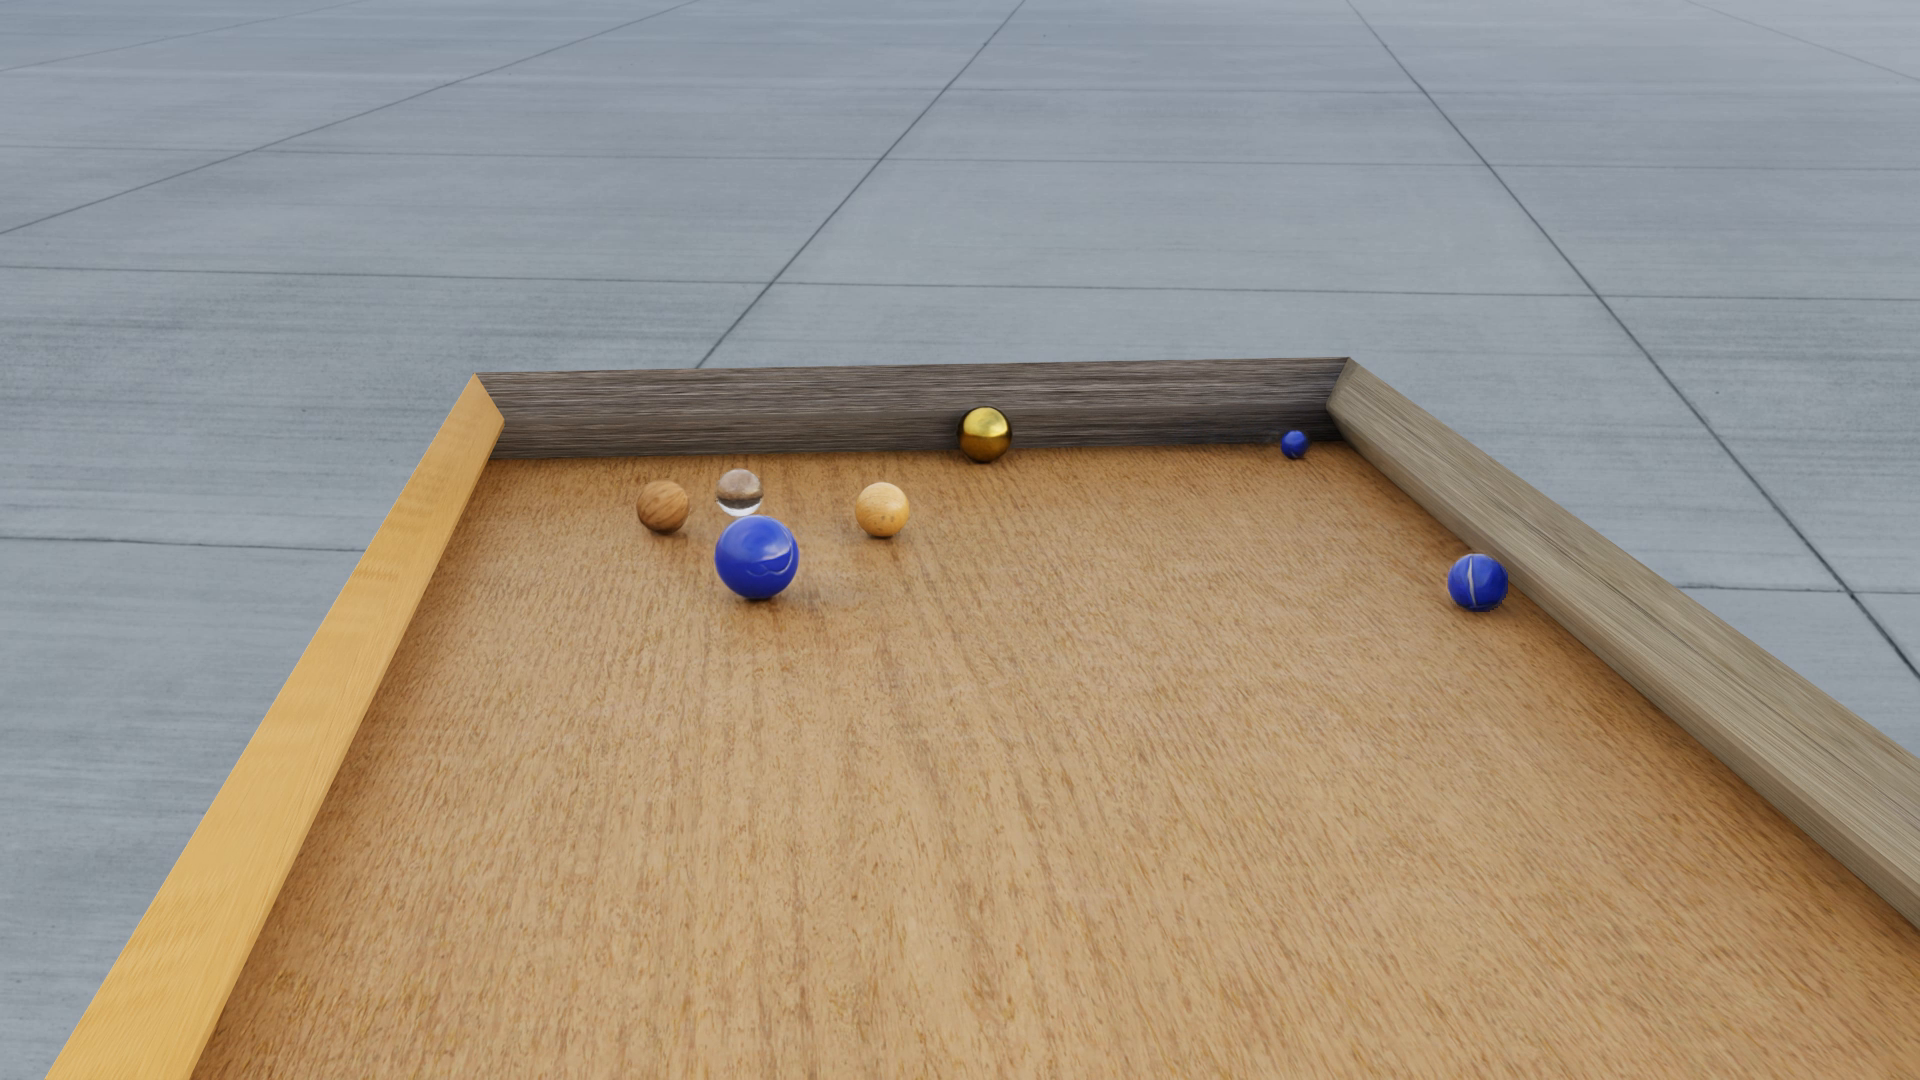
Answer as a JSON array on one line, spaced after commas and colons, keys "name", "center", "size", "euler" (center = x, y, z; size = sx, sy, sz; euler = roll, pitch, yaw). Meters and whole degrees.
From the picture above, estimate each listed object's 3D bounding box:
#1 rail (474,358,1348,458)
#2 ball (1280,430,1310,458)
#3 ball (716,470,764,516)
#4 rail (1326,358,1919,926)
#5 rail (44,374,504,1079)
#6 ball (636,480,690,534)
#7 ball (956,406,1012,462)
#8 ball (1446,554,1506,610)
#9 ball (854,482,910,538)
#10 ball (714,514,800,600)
[{"name": "rail", "center": [-0.057, -0.188, 3.203], "size": [1.283, 0.126, 0.045], "euler": [-1, 16, -5]}, {"name": "ball", "center": [0.486, -0.139, 3.188], "size": [0.041, 0.041, 0.041], "euler": [0, 15, 0]}, {"name": "ball", "center": [-0.287, -0.061, 2.868], "size": [0.062, 0.062, 0.062], "euler": [0, 15, 0]}, {"name": "rail", "center": [0.674, 0.123, 2.081], "size": [0.045, 0.126, 2.504], "euler": [-1, 16, -5]}, {"name": "rail", "center": [-0.556, 0.154, 1.969], "size": [0.045, 0.126, 2.504], "euler": [-1, 16, -5]}, {"name": "ball", "center": [-0.376, -0.042, 2.788], "size": [0.068, 0.068, 0.068], "euler": [0, 15, 0]}, {"name": "ball", "center": [0.036, -0.152, 3.162], "size": [0.081, 0.081, 0.081], "euler": [0, 15, 0]}, {"name": "ball", "center": [0.581, 0.047, 2.472], "size": [0.065, 0.065, 0.065], "euler": [0, 15, 0]}, {"name": "ball", "center": [-0.098, -0.038, 2.771], "size": [0.070, 0.070, 0.070], "euler": [0, 15, 0]}, {"name": "ball", "center": [-0.232, 0.019, 2.513], "size": [0.097, 0.097, 0.097], "euler": [0, 15, 0]}]
